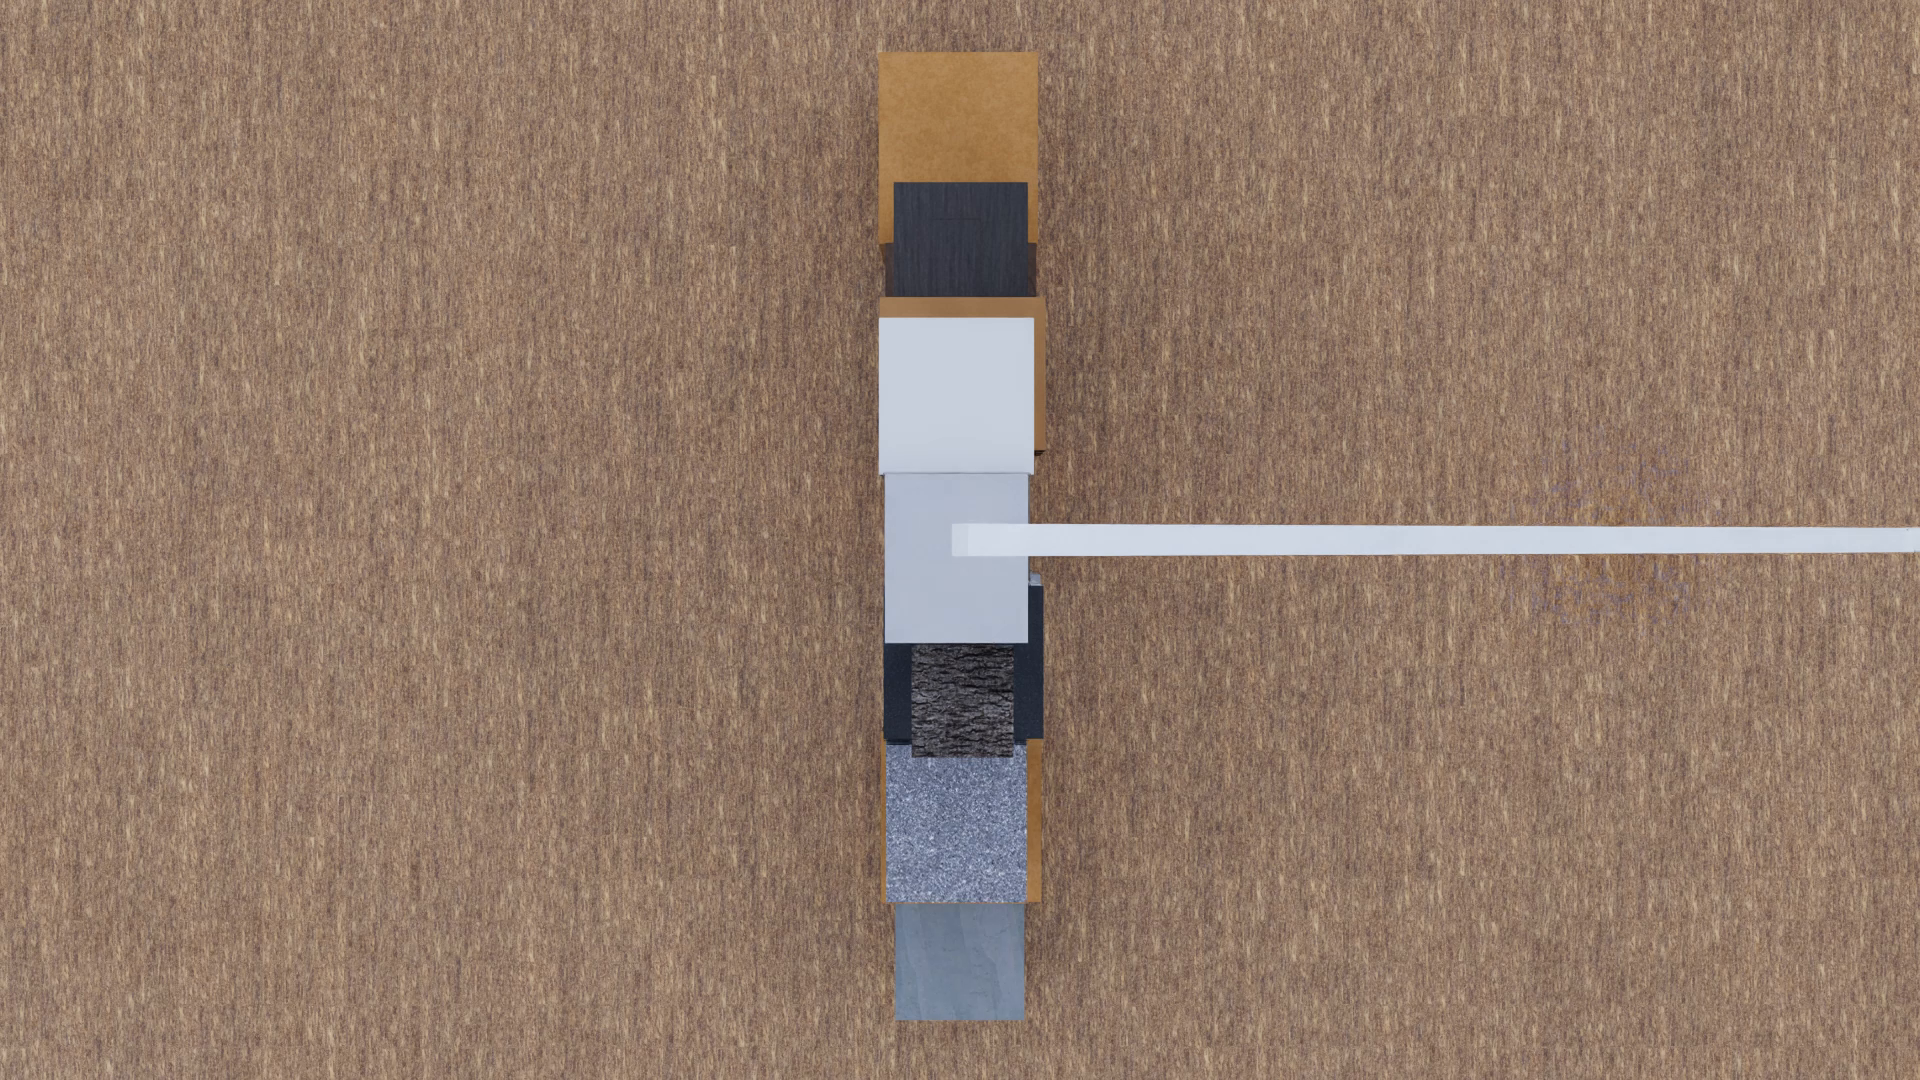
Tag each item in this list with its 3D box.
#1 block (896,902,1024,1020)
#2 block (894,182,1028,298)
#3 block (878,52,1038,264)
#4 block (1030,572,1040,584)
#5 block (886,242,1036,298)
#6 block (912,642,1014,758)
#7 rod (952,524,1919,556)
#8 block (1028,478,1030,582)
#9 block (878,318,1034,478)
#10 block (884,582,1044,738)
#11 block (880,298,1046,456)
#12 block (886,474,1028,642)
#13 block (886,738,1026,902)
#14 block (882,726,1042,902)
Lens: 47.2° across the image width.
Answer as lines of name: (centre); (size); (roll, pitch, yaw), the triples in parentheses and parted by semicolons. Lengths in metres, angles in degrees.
block: (-0.001, 2.341, 12.638); (0.722, 0.723, 0.683); (0, 90, 0)
block: (0.004, -1.546, 11.656); (0.693, 0.615, 0.600); (0, 90, 0)
block: (-0.009, -2.154, 12.542); (0.876, 0.916, 1.056); (0, 90, 0)
block: (0.018, 0.615, 12.523); (0.845, 0.953, 0.851); (0, 90, 0)
block: (0.004, -1.130, 12.482); (0.821, 1.037, 0.973); (0, 90, 0)
block: (0.012, 0.786, 10.993); (0.497, 0.525, 0.552); (0, 90, 0)
rod: (2.234, 0.000, 6.776); (5.200, 0.080, 0.080); (0, 90, -31)
block: (0.013, -0.116, 11.737); (0.703, 0.629, 0.670); (0, 89, 0)
block: (-0.017, -0.688, 10.858); (0.742, 0.676, 0.749); (0, 90, 0)
block: (0.018, 0.625, 11.651); (0.819, 0.792, 0.784); (0, 90, 0)
block: (0.013, -0.847, 11.579); (0.846, 0.768, 0.780); (0, 90, 0)
block: (-0.016, 0.092, 10.834); (0.676, 0.845, 0.802); (0, 89, 0)
block: (-0.018, 1.448, 11.703); (0.727, 0.724, 0.819); (0, 93, 0)
block: (0.006, 1.520, 12.542); (0.881, 0.916, 0.938); (0, 90, 0)
